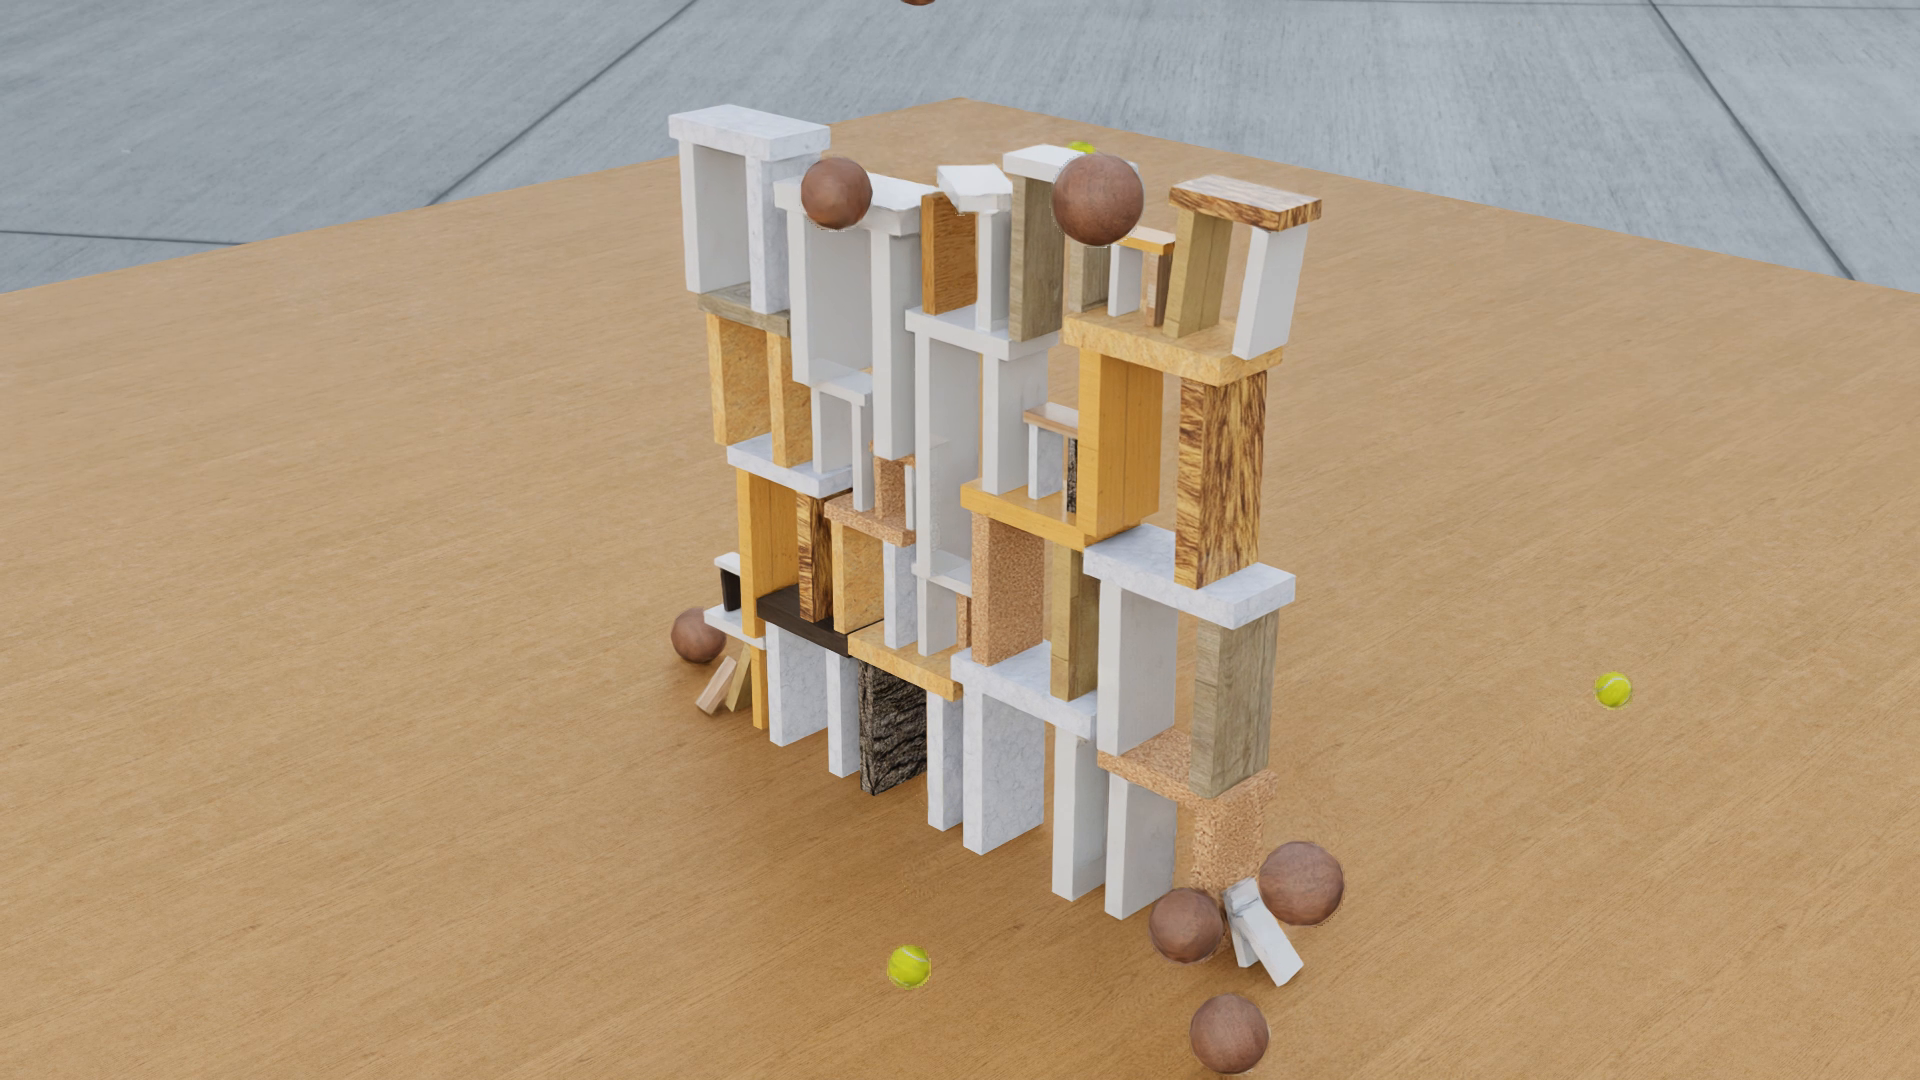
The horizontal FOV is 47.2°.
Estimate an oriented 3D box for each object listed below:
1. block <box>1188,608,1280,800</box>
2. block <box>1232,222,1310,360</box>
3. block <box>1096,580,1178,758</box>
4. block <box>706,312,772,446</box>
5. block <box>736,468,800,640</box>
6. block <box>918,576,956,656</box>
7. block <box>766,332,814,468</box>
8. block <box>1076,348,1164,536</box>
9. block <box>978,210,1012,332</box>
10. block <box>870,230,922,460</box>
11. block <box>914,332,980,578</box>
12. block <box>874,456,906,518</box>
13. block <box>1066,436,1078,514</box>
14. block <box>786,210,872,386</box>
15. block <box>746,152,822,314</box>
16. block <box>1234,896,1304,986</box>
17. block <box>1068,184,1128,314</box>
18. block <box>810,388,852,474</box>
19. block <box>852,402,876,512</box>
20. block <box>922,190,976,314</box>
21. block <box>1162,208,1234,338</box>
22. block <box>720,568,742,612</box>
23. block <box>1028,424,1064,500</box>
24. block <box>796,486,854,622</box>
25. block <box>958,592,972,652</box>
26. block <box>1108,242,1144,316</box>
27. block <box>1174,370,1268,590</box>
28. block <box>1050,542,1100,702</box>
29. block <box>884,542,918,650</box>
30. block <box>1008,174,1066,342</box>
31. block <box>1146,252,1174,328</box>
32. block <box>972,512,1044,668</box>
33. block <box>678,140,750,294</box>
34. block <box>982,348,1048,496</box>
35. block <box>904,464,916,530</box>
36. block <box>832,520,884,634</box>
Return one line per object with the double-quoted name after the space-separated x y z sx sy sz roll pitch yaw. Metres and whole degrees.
0.477 0.268 3.828 0.048 0.337 0.168 21 31 39 "block"
0.496 -0.405 3.514 0.031 0.220 0.110 29 38 34 "block"
0.322 0.206 3.974 0.048 0.337 0.168 19 30 39 "block"
-0.451 -0.348 4.562 0.040 0.279 0.140 19 29 41 "block"
-0.401 0.010 4.668 0.040 0.383 0.141 21 31 40 "block"
-0.045 0.139 4.340 0.024 0.168 0.084 21 31 41 "block"
-0.318 -0.298 4.441 0.040 0.279 0.140 19 30 41 "block"
0.280 -0.190 3.841 0.048 0.337 0.168 21 31 41 "block"
0.082 -0.489 3.929 0.031 0.217 0.108 22 31 40 "block"
-0.087 -0.385 4.166 0.049 0.443 0.172 21 31 39 "block"
-0.024 -0.172 4.176 0.132 0.485 0.037 -21 31 -41 "block"
-0.138 -0.115 4.323 0.066 0.131 0.019 -21 28 -41 "block"
0.224 -0.125 3.937 0.020 0.142 0.071 21 31 40 "block"
-0.251 -0.489 4.295 0.172 0.344 0.049 -21 31 -40 "block"
-0.343 -0.612 4.329 0.044 0.309 0.154 21 31 40 "block"
0.551 0.715 3.919 0.020 0.143 0.072 -35 -4 41 "block"
0.236 -0.504 3.754 0.107 0.214 0.030 -21 32 -40 "block"
-0.255 -0.228 4.410 0.025 0.176 0.088 21 31 40 "block"
-0.171 -0.173 4.343 0.088 0.225 0.025 -21 31 -41 "block"
-0.020 -0.531 4.025 0.031 0.217 0.108 20 30 41 "block"
0.393 -0.449 3.610 0.031 0.220 0.110 28 36 36 "block"
-0.494 0.100 4.810 0.053 0.105 0.015 -17 22 -35 "block"
0.157 -0.151 3.998 0.020 0.142 0.071 21 31 40 "block"
-0.266 0.015 4.526 0.141 0.283 0.040 -21 31 -41 "block"
0.034 0.170 4.267 0.084 0.168 0.024 -21 31 -41 "block"
0.281 -0.447 3.732 0.018 0.126 0.063 24 33 39 "block"
0.439 -0.116 3.704 0.048 0.369 0.168 21 30 41 "block"
0.236 0.129 4.025 0.043 0.307 0.153 21 31 41 "block"
-0.099 0.094 4.371 0.032 0.226 0.113 21 31 41 "block"
0.136 -0.504 3.860 0.030 0.297 0.107 22 32 39 "block"
0.341 -0.425 3.677 0.018 0.126 0.063 24 33 39 "block"
0.091 0.072 4.158 0.043 0.307 0.153 21 31 40 "block"
-0.488 -0.668 4.463 0.044 0.309 0.154 21 31 41 "block"
0.101 -0.225 4.018 0.037 0.264 0.132 21 31 40 "block"
-0.076 -0.090 4.265 0.019 0.131 0.066 20 30 41 "block"
-0.206 0.060 4.472 0.032 0.242 0.113 21 31 41 "block"
